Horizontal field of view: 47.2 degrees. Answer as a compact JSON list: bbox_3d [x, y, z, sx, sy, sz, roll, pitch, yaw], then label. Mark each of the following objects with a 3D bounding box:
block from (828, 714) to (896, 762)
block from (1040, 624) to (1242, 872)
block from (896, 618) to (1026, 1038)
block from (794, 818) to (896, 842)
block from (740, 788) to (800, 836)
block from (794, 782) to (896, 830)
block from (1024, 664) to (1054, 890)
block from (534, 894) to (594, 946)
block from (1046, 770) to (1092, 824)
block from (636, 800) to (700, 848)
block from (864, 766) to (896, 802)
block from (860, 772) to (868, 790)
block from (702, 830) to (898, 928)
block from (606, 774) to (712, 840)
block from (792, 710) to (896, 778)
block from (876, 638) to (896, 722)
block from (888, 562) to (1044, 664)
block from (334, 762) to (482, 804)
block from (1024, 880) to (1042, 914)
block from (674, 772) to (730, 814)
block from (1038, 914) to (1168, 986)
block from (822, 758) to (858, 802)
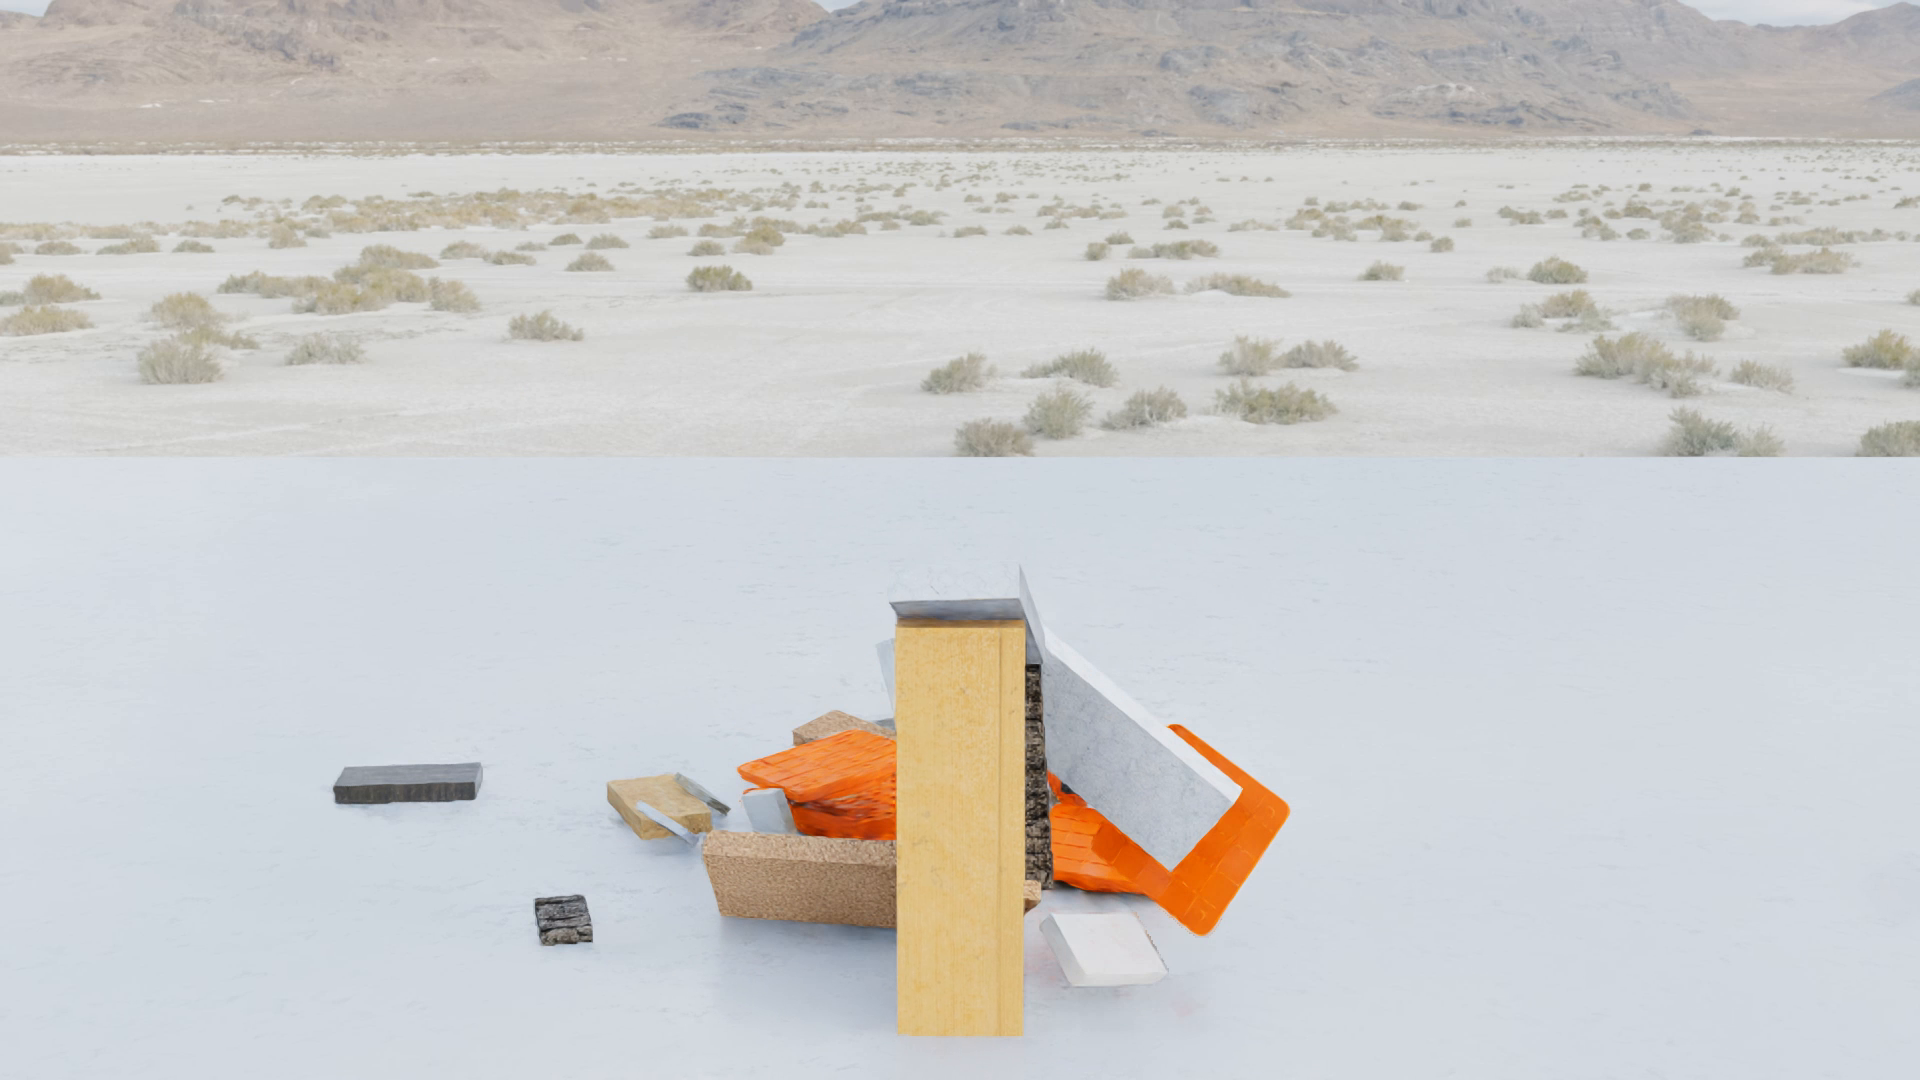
[{"bbox_3d":[-0.173,0.399,4.429,0.182,0.091,0.026,-1,17,-11],"label":"block"},{"bbox_3d":[0.221,0.315,3.334,0.393,0.167,0.047,39,31,5],"label":"block"},{"bbox_3d":[0.001,0.404,3.055,0.176,0.590,0.050,0,11,2],"label":"block"},{"bbox_3d":[-0.208,0.536,3.838,0.261,0.037,0.131,7,9,32],"label":"block"},{"bbox_3d":[-0.307,0.496,3.687,0.080,0.160,0.023,-12,10,41],"label":"block"},{"bbox_3d":[-0.207,0.495,4.098,0.108,0.031,0.217,-7,13,-34],"label":"block"},{"bbox_3d":[0.042,0.358,3.310,0.176,0.352,0.050,-3,17,5],"label":"block"},{"bbox_3d":[-0.634,0.607,3.515,0.080,0.023,0.160,-3,11,-14],"label":"block"},{"bbox_3d":[0.219,0.450,4.107,0.031,0.111,0.221,-8,4,37],"label":"block"},{"bbox_3d":[-0.518,0.503,3.898,0.114,0.016,0.057,26,-14,28],"label":"block"},{"bbox_3d":[-0.048,0.465,4.100,0.111,0.031,0.272,-37,34,-31],"label":"block"},{"bbox_3d":[-0.084,0.421,4.255,0.217,0.031,0.108,-7,46,6],"label":"block"},{"bbox_3d":[-0.228,0.540,3.490,0.334,0.167,0.047,2,46,11],"label":"block"},{"bbox_3d":[-0.561,0.494,4.085,0.130,0.037,0.261,-4,11,-22],"label":"block"},{"bbox_3d":[-0.200,0.381,4.139,0.221,0.031,0.111,16,30,42],"label":"block"},{"bbox_3d":[-0.011,0.308,3.467,0.167,0.334,0.047,-9,-10,-35],"label":"block"},{"bbox_3d":[0.015,0.110,3.108,0.176,0.050,0.352,-2,-18,7],"label":"block"},{"bbox_3d":[-1.058,0.468,4.226,0.261,0.037,0.131,-1,11,-6],"label":"block"},{"bbox_3d":[0.039,0.563,3.365,0.104,0.030,0.209,8,-28,-17],"label":"block"},{"bbox_3d":[-0.482,0.474,4.108,0.114,0.016,0.057,28,-7,44],"label":"block"},{"bbox_3d":[0.211,0.600,3.220,0.209,0.030,0.104,12,39,-50],"label":"block"},{"bbox_3d":[-0.209,0.420,3.854,0.057,0.016,0.114,-8,22,2],"label":"block"}]
